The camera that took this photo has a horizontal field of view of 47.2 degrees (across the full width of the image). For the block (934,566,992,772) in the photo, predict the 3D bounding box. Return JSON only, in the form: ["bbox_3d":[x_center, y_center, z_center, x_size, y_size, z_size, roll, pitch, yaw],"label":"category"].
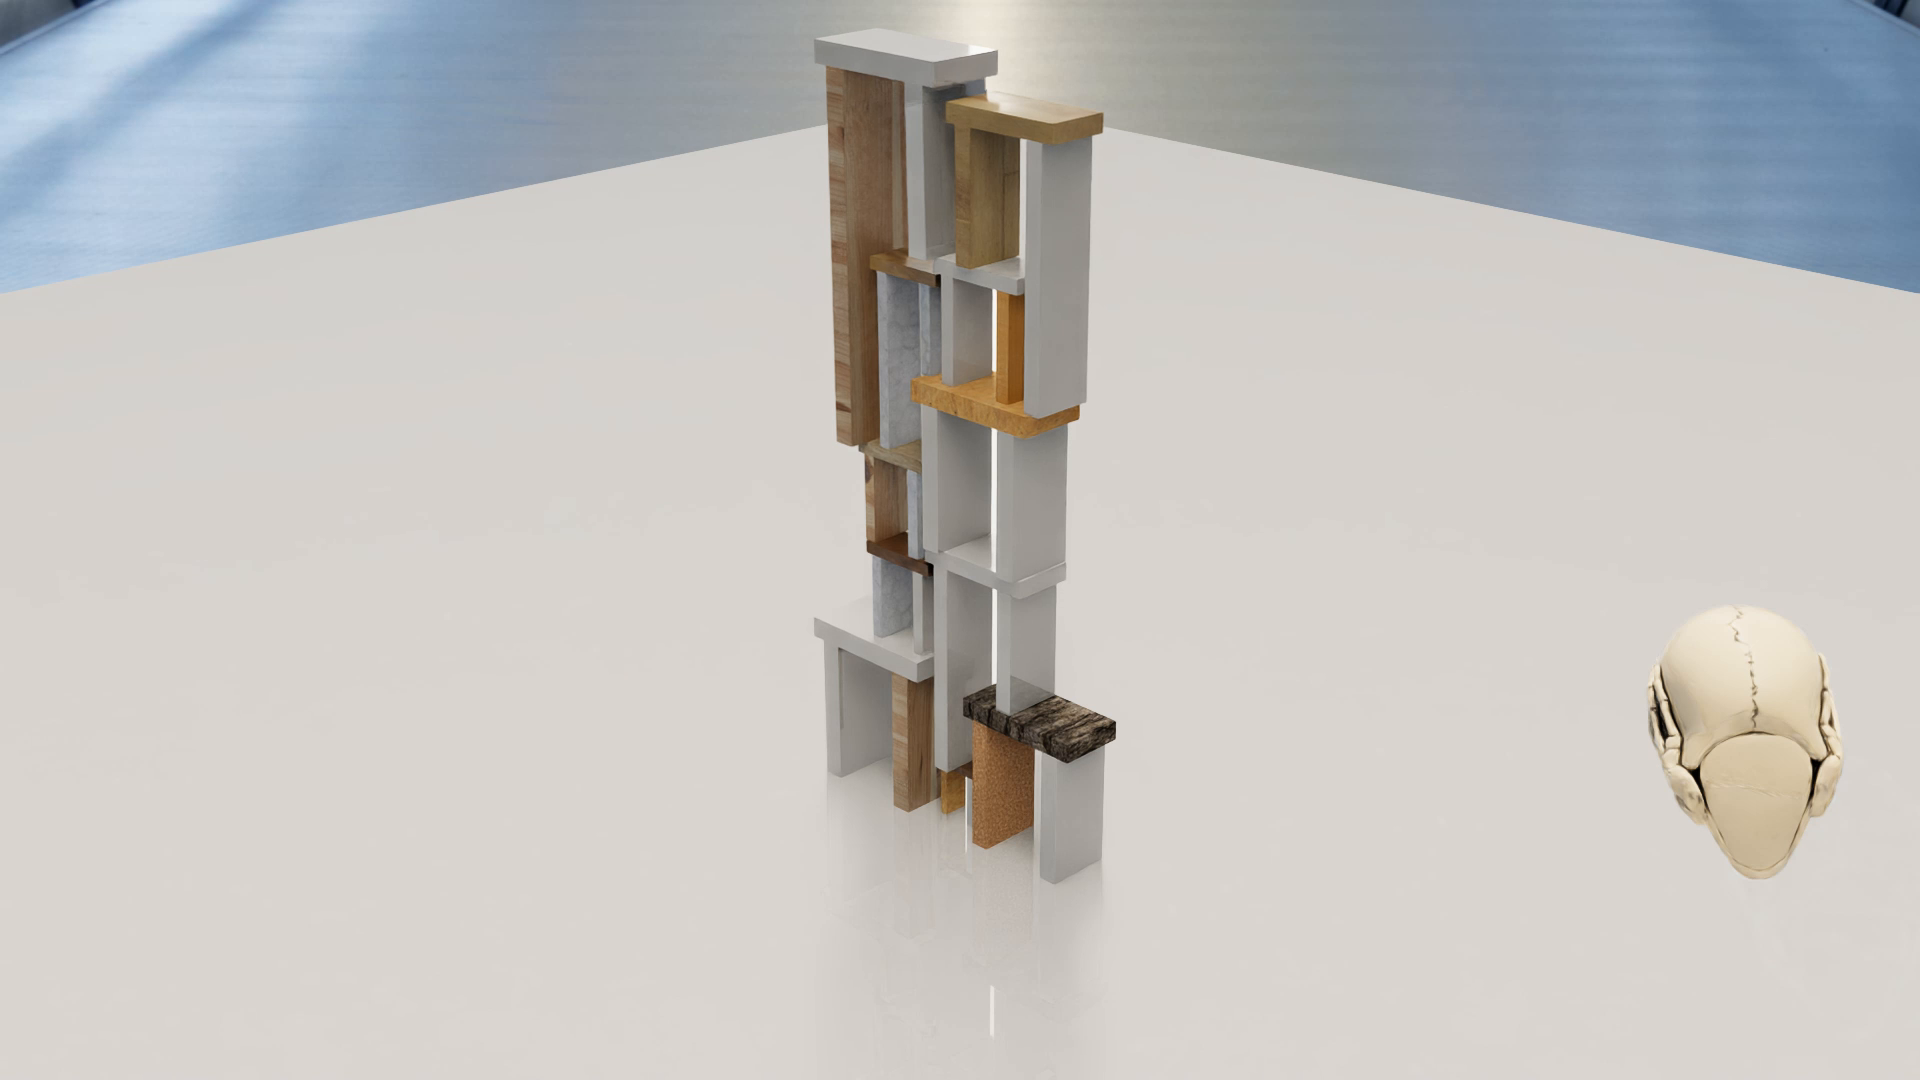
[{"bbox_3d":[0.007,0.237,4.323,0.036,0.439,0.126,21,31,41],"label":"block"}]

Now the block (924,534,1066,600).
[{"bbox_3d":[0.066,0.041,4.176,0.252,0.036,0.126,21,31,40],"label":"block"}]

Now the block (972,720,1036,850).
[{"bbox_3d":[0.087,0.460,4.328,0.039,0.273,0.136,21,31,41],"label":"block"}]

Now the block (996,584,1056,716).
[{"bbox_3d":[0.126,0.197,4.177,0.036,0.252,0.126,21,31,41],"label":"block"}]

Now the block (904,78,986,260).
[{"bbox_3d":[-0.024,-0.674,3.954,0.157,0.314,0.044,-21,30,-40],"label":"block"}]

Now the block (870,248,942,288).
[{"bbox_3d":[-0.076,-0.509,4.094,0.088,0.025,0.176,-21,31,-40],"label":"block"}]

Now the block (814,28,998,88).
[{"bbox_3d":[-0.099,-0.869,3.954,0.157,0.044,0.314,-21,31,-40],"label":"block"}]

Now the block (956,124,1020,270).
[{"bbox_3d":[0.050,-0.619,3.900,0.127,0.254,0.036,-22,31,-40],"label":"block"}]

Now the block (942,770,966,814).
[{"bbox_3d":[-0.013,0.496,4.452,0.015,0.109,0.054,21,31,41],"label":"block"}]

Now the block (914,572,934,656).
[{"bbox_3d":[-0.051,0.133,4.333,0.025,0.176,0.088,21,31,41],"label":"block"}]

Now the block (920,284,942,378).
[{"bbox_3d":[-0.034,-0.400,4.094,0.025,0.175,0.088,20,31,41],"label":"block"}]

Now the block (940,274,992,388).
[{"bbox_3d":[0.013,-0.394,4.039,0.030,0.209,0.104,21,31,40],"label":"block"}]

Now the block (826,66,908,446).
[{"bbox_3d":[-0.171,-0.542,4.174,0.157,0.728,0.044,-21,31,-40],"label":"block"}]

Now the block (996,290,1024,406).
[{"bbox_3d":[0.112,-0.356,3.949,0.030,0.209,0.104,21,31,40],"label":"block"}]

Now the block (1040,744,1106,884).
[{"bbox_3d":[0.215,0.510,4.210,0.039,0.273,0.136,21,31,41],"label":"block"}]

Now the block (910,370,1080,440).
[{"bbox_3d":[0.063,-0.258,4.039,0.291,0.041,0.145,21,31,40],"label":"block"}]

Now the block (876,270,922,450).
[{"bbox_3d":[-0.115,-0.352,4.206,0.025,0.351,0.088,21,31,41],"label":"block"}]

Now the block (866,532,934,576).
[{"bbox_3d":[-0.093,0.025,4.332,0.175,0.025,0.088,21,31,41],"label":"block"}]

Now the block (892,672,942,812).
[{"bbox_3d":[-0.066,0.386,4.461,0.043,0.304,0.152,21,31,41],"label":"block"}]

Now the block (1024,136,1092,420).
[{"bbox_3d":[0.170,-0.462,3.837,0.036,0.492,0.127,21,31,41],"label":"block"}]

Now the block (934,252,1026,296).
[{"bbox_3d":[0.062,-0.484,3.947,0.209,0.030,0.104,21,31,40],"label":"block"}]

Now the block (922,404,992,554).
[{"bbox_3d":[-0.005,-0.133,4.168,0.041,0.291,0.145,21,31,40],"label":"block"}]

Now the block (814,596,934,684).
[{"bbox_3d":[-0.138,0.198,4.460,0.304,0.043,0.152,21,31,41],"label":"block"}]

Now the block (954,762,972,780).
[{"bbox_3d":[0.012,0.449,4.405,0.109,0.015,0.054,21,31,41],"label":"block"}]

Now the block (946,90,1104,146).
[{"bbox_3d":[0.110,-0.728,3.788,0.254,0.036,0.127,21,31,40],"label":"block"}]

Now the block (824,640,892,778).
[{"bbox_3d":[-0.210,0.330,4.593,0.043,0.304,0.152,21,31,41],"label":"block"}]

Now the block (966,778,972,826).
[{"bbox_3d":[0.038,0.516,4.405,0.015,0.109,0.054,21,31,41],"label":"block"}]

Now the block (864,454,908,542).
[{"bbox_3d":[-0.145,-0.094,4.348,0.026,0.182,0.091,21,31,41],"label":"block"}]

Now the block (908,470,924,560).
[{"bbox_3d":[-0.059,-0.061,4.269,0.026,0.182,0.091,21,31,41],"label":"block"}]

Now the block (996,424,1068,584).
[{"bbox_3d":[0.132,-0.079,4.042,0.041,0.291,0.145,21,31,40],"label":"block"}]

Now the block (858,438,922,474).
[{"bbox_3d":[-0.103,-0.173,4.268,0.182,0.026,0.091,21,31,41],"label":"block"}]

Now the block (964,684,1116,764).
[{"bbox_3d":[0.151,0.341,4.208,0.273,0.039,0.136,21,31,41],"label":"block"}]

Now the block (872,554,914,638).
[{"bbox_3d":[-0.134,0.101,4.409,0.088,0.175,0.025,-21,31,-41],"label":"block"}]
